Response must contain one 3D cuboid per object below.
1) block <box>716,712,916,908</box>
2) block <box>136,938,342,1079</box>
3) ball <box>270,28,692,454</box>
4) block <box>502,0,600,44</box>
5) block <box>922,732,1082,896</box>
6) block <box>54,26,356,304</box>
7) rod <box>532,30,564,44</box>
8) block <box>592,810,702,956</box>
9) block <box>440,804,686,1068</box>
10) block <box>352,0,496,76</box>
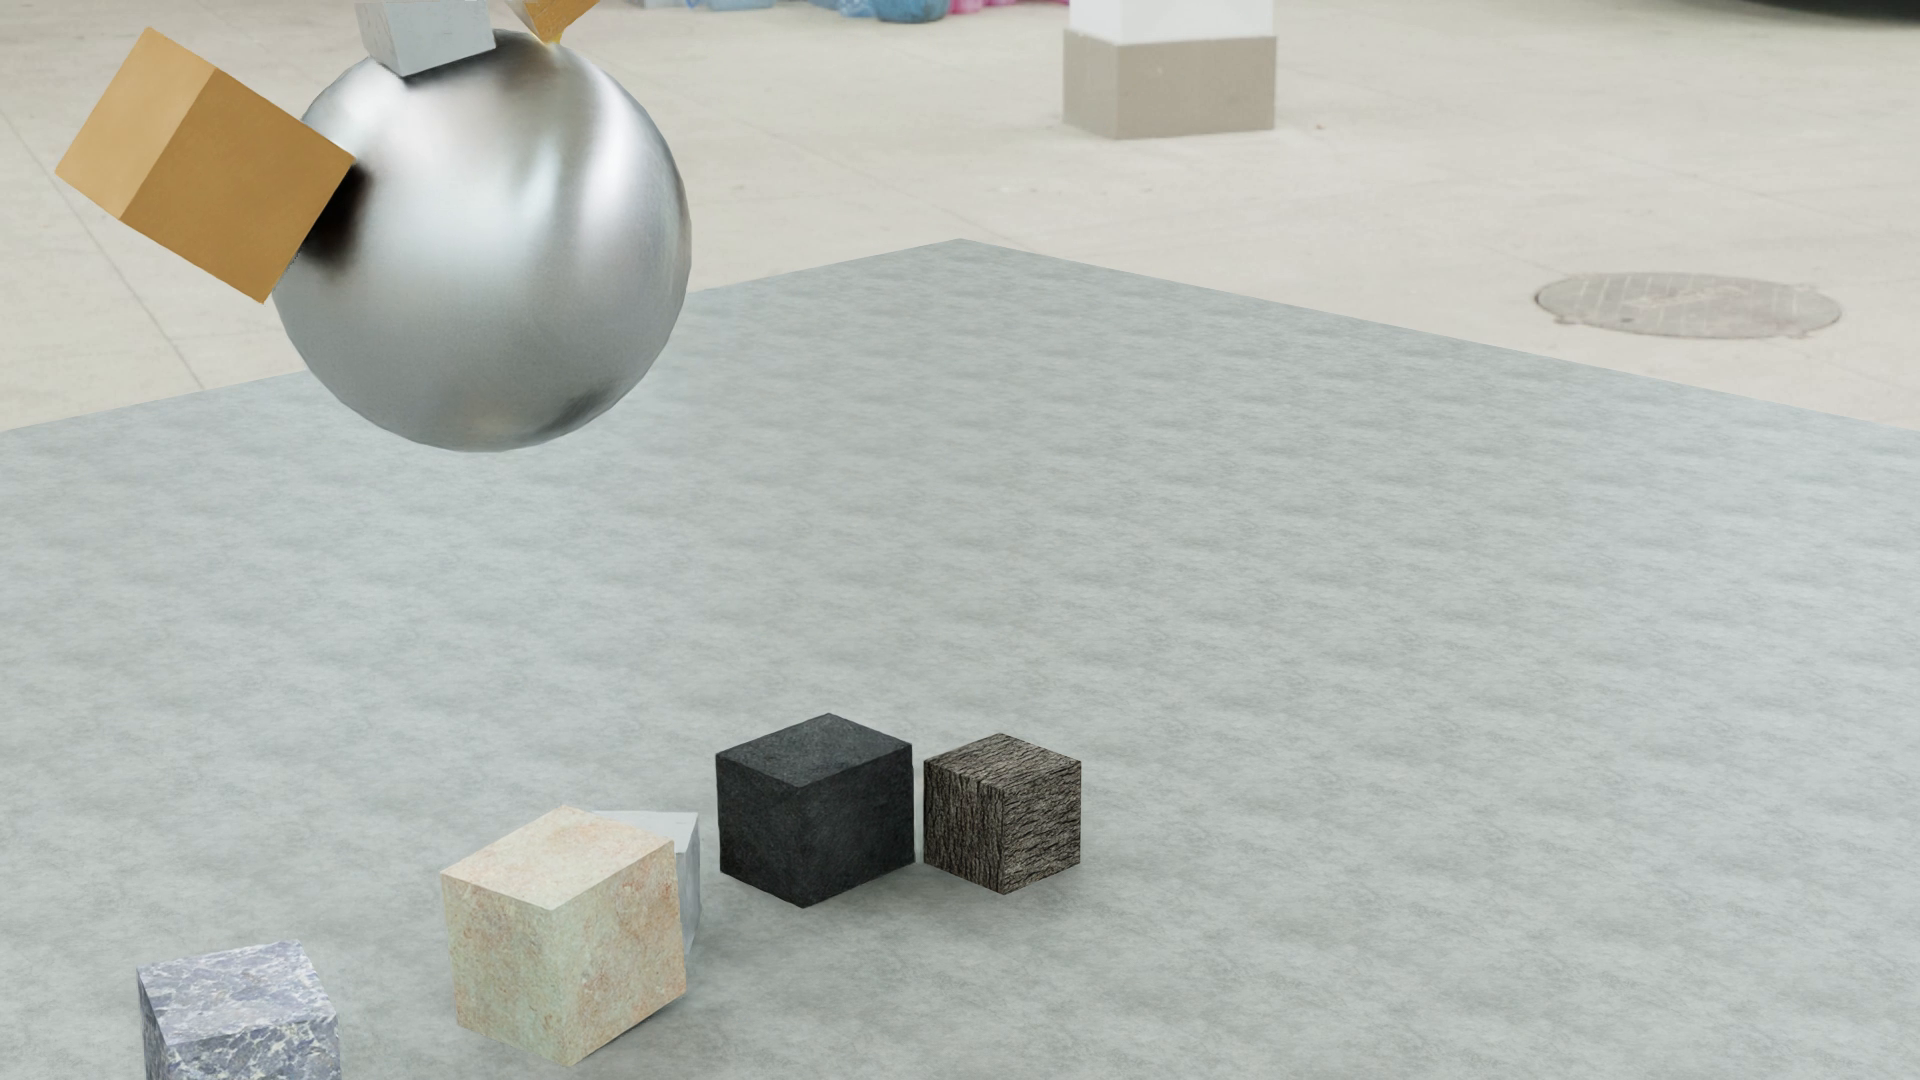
[{"bbox_3d":[-0.659,1.229,13.429,0.691,0.588,0.570,-18,25,-41],"label":"block"},{"bbox_3d":[-2.655,1.986,10.843,0.600,0.710,0.697,-7,19,-22],"label":"block"},{"bbox_3d":[-1.814,-1.128,11.086,1.600,1.600,1.600,0,17,0],"label":"ball"},{"bbox_3d":[-1.554,-2.227,10.703,0.449,0.491,0.502,-40,70,-8],"label":"block"},{"bbox_3d":[0.194,1.254,13.509,0.505,0.507,0.523,-17,24,-42],"label":"block"},{"bbox_3d":[-2.644,-1.314,10.271,0.575,0.611,0.635,32,-1,45],"label":"block"},{"bbox_3d":[-0.786,-4.368,11.145,0.080,5.200,0.080,17,-1,42],"label":"rod"},{"bbox_3d":[-1.396,1.493,12.790,0.469,0.482,0.441,1,17,2],"label":"block"},{"bbox_3d":[-1.611,1.605,11.976,0.617,0.705,0.717,12,26,34],"label":"block"},{"bbox_3d":[-1.948,-1.949,10.534,0.364,0.392,0.389,-22,33,-22],"label":"block"}]
